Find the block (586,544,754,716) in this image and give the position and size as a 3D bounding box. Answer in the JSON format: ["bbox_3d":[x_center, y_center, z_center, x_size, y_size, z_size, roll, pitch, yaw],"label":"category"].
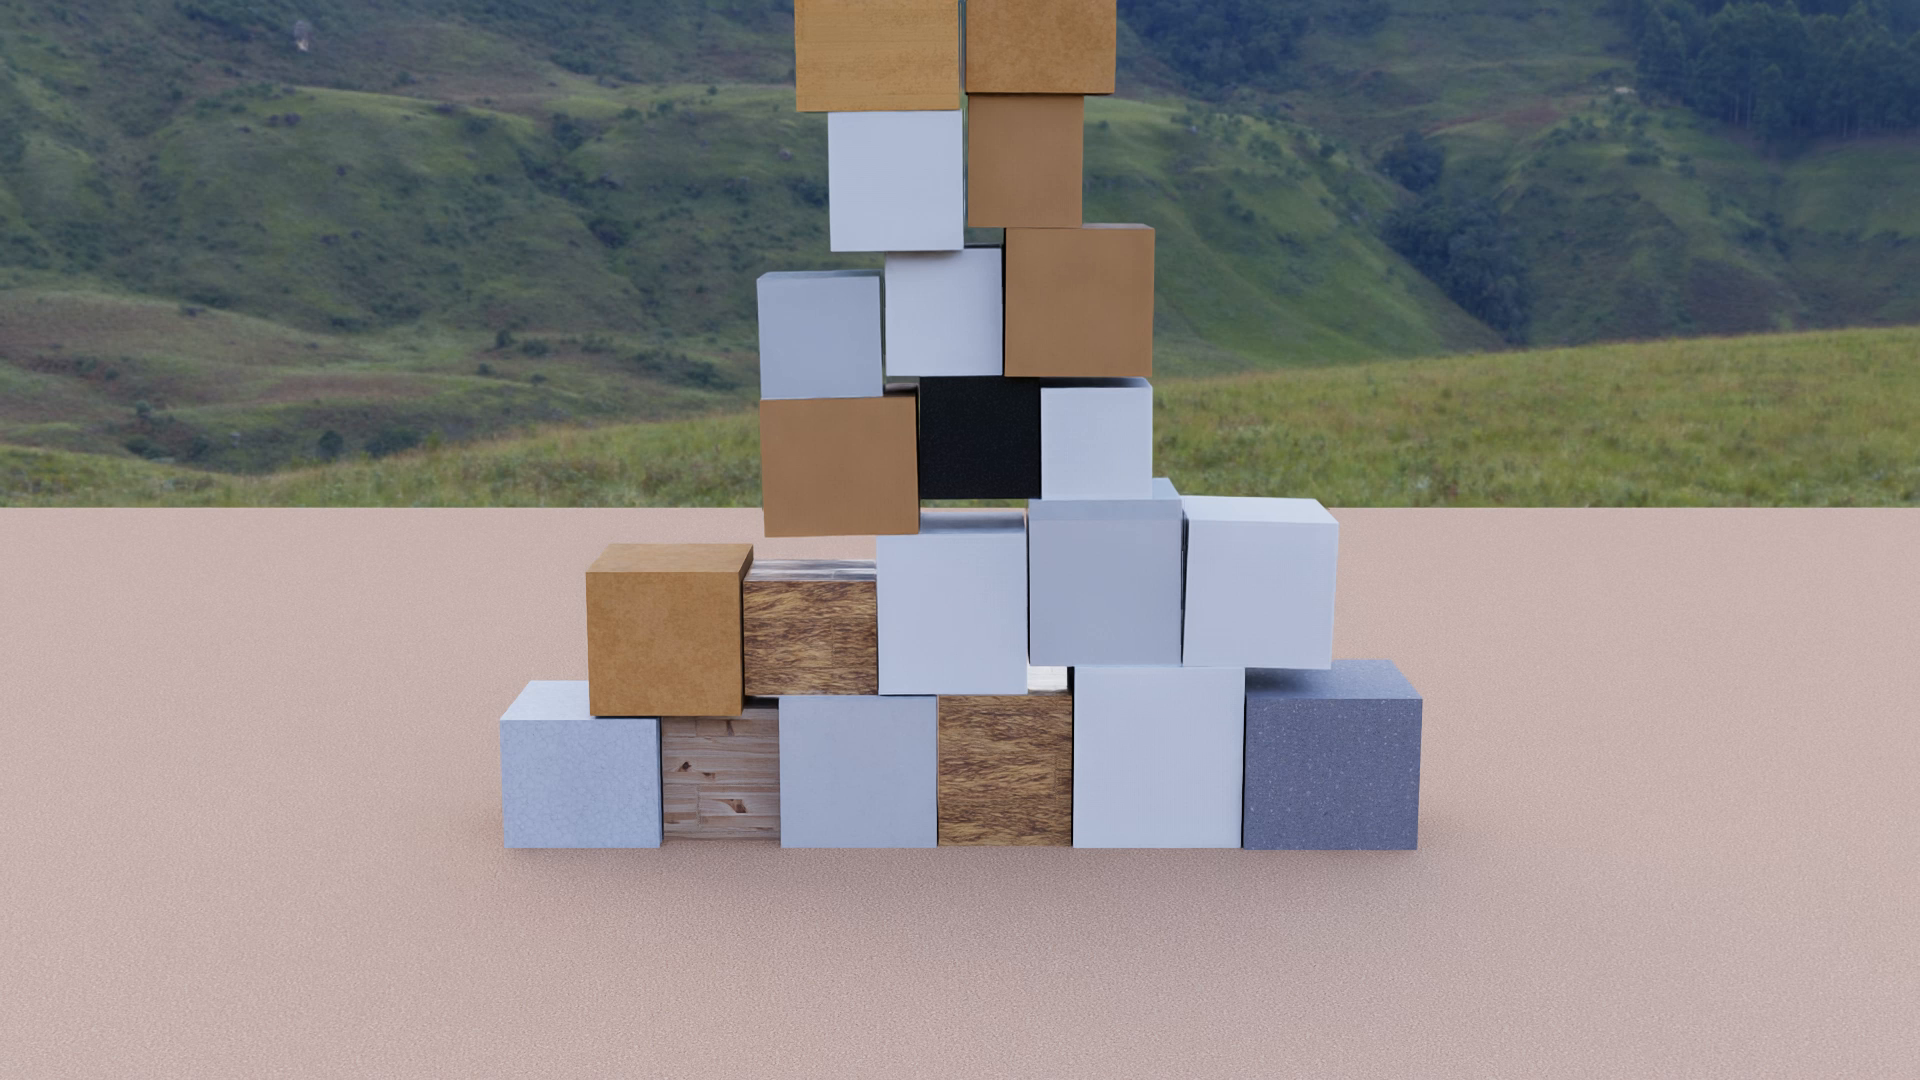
[{"bbox_3d":[-1.463,0.445,11.246,0.752,0.726,0.782,0,10,0],"label":"block"}]

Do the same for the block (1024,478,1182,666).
[{"bbox_3d":[0.716,0.153,11.189,0.748,0.836,0.691,-1,10,0],"label":"block"}]

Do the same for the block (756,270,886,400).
[{"bbox_3d":[-0.681,-1.037,11.008,0.594,0.586,0.604,-1,10,0],"label":"block"}]

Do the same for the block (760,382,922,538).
[{"bbox_3d":[-0.590,-0.412,11.088,0.760,0.677,0.654,-1,10,0],"label":"block"}]

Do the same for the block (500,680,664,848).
[{"bbox_3d":[-1.902,1.149,11.388,0.777,0.664,0.807,0,10,0],"label":"block"}]

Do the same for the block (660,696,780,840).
[{"bbox_3d":[-1.206,1.138,11.388,0.594,0.687,0.571,0,10,0],"label":"block"}]

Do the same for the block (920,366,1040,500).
[{"bbox_3d":[0.097,-0.553,11.068,0.583,0.610,0.581,-1,10,0],"label":"block"}]

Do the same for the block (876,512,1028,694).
[{"bbox_3d":[-0.038,0.311,11.225,0.740,0.812,0.654,-1,10,0],"label":"block"}]

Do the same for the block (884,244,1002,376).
[{"bbox_3d":[-0.078,-1.156,10.979,0.565,0.614,0.557,-1,10,0],"label":"block"}]

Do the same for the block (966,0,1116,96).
[{"bbox_3d":[0.384,-2.480,10.747,0.710,0.590,0.686,0,10,0],"label":"block"}]

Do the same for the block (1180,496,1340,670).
[{"bbox_3d":[1.482,0.204,11.207,0.734,0.735,0.747,1,10,0],"label":"block"}]

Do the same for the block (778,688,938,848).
[{"bbox_3d":[-0.508,1.102,11.367,0.782,0.765,0.773,0,10,0],"label":"block"}]

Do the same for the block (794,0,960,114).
[{"bbox_3d":[-0.392,-2.402,10.734,0.770,0.609,0.742,-1,10,0],"label":"block"}]

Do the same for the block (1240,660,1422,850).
[{"bbox_3d":[1.856,1.095,11.360,0.869,0.782,0.834,0,10,0],"label":"block"}]

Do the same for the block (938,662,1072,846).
[{"bbox_3d":[0.226,1.094,11.373,0.667,0.779,0.723,0,10,0],"label":"block"}]

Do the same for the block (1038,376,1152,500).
[{"bbox_3d":[0.670,-0.528,11.074,0.543,0.546,0.626,-1,10,0],"label":"block"}]

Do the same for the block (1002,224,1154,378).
[{"bbox_3d":[0.576,-1.204,10.944,0.713,0.712,0.692,0,10,0],"label":"block"}]

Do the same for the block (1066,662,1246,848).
[{"bbox_3d":[0.990,1.018,11.372,0.842,0.928,0.820,0,10,0],"label":"block"}]

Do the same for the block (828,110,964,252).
[{"bbox_3d":[-0.305,-1.777,10.843,0.637,0.660,0.718,-1,10,0],"label":"block"}]

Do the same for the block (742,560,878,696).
[{"bbox_3d":[-0.745,0.438,11.247,0.663,0.583,0.581,0,10,0],"label":"block"}]

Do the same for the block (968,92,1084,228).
[{"bbox_3d":[0.314,-1.874,10.846,0.550,0.639,0.587,0,10,0],"label":"block"}]
